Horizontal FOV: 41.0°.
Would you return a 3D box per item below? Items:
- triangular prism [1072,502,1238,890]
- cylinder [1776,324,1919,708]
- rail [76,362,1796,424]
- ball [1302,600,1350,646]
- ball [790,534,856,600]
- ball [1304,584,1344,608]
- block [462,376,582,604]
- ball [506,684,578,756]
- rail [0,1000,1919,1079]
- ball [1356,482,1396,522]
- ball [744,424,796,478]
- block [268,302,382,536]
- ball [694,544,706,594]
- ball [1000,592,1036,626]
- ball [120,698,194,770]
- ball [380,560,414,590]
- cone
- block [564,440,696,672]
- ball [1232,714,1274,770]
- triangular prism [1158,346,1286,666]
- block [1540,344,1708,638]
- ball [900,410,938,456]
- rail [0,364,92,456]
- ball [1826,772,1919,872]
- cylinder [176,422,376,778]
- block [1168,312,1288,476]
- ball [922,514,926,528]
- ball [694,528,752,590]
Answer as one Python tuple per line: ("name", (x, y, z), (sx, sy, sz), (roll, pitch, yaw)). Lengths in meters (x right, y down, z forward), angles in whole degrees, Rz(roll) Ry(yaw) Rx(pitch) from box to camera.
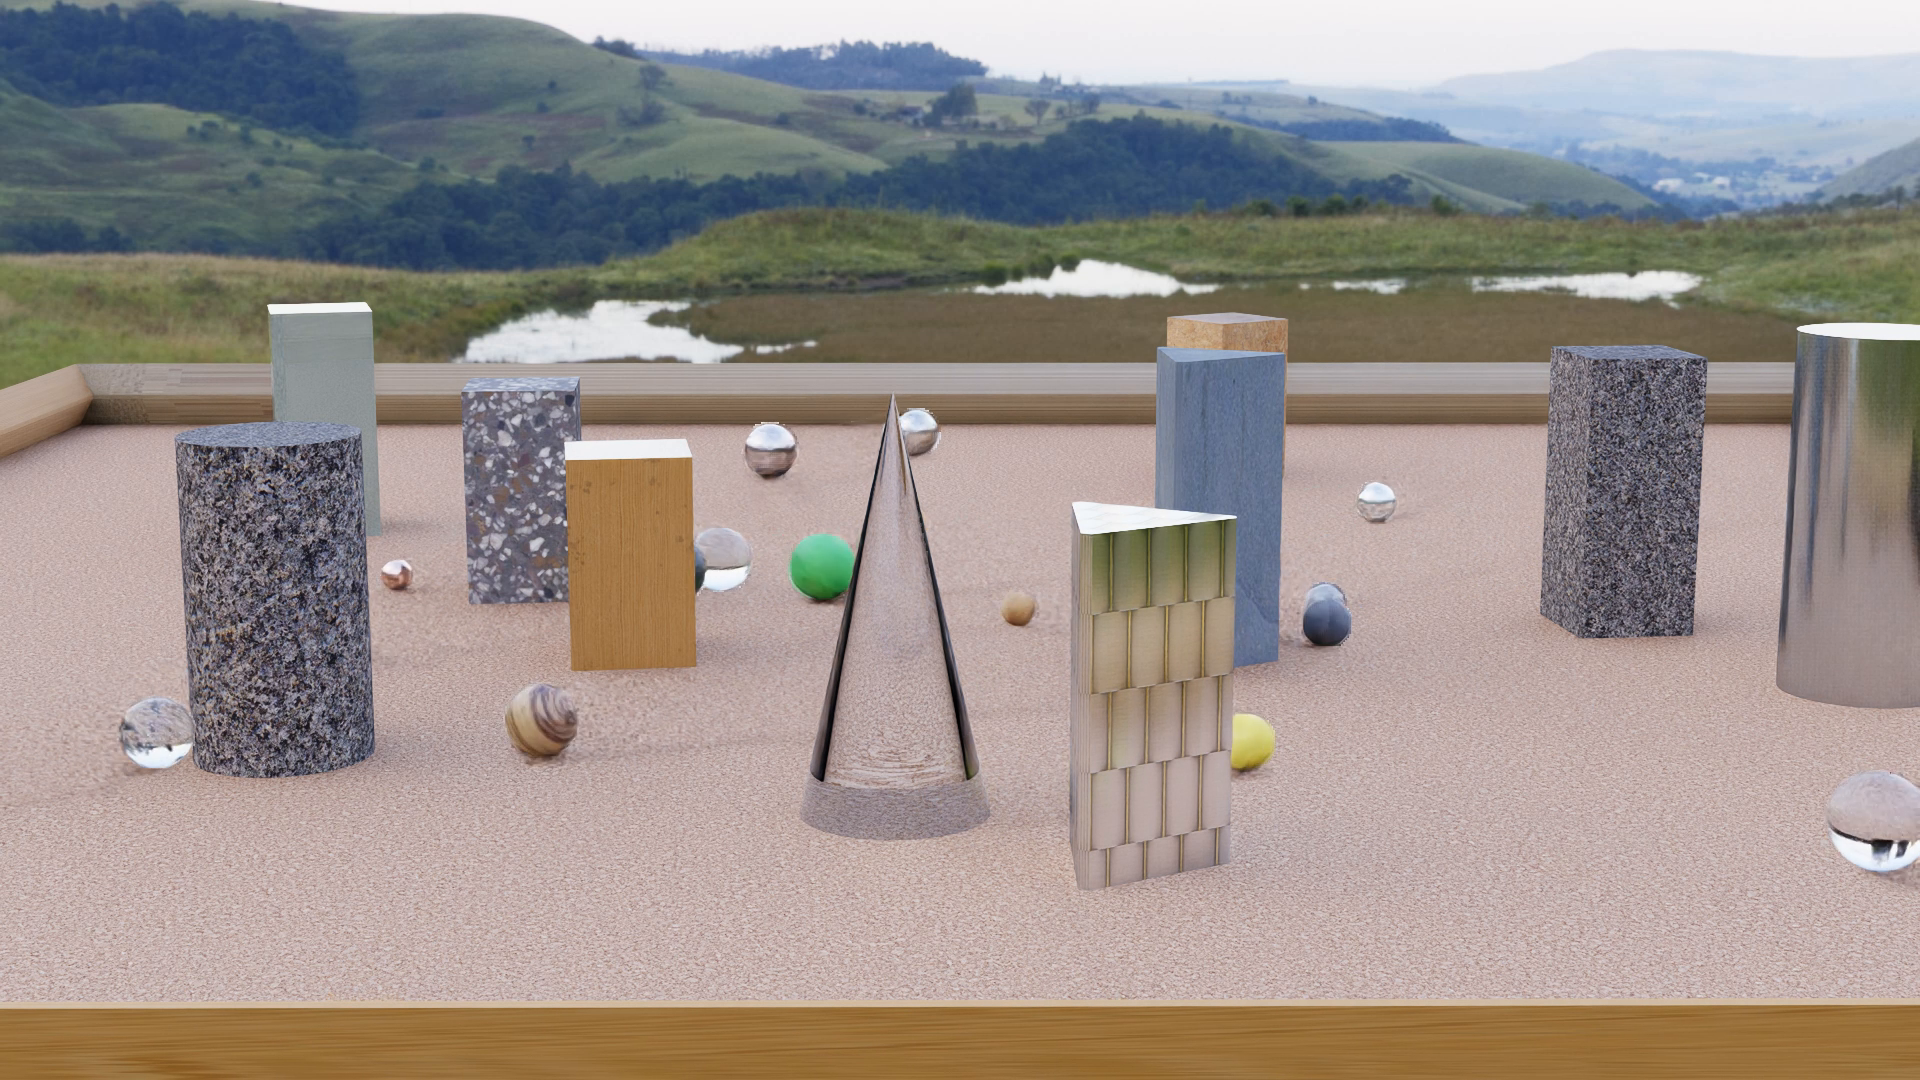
("triangular prism", (0.143, 0.134, 2.356), (0.163, 0.323, 0.141), (-6, 12, -30))
("cylinder", (1.058, -0.032, 2.979), (0.188, 0.422, 0.188), (0, 11, 0))
("rail", (-0.010, -0.294, 5.195), (3.563, 0.122, 0.045), (0, 11, 0))
("ball", (0.461, 0.105, 3.233), (0.060, 0.060, 0.060), (0, 11, 0))
("ball", (-0.188, 0.036, 3.514), (0.091, 0.091, 0.091), (0, 11, 0))
("ball", (0.479, 0.084, 3.368), (0.051, 0.051, 0.051), (0, 11, 0))
("block", (-0.601, -0.071, 3.543), (0.150, 0.291, 0.150), (-1, 11, -6))
("ball", (-0.443, 0.191, 2.721), (0.077, 0.077, 0.077), (0, 11, 0))
("rail", (0.010, 0.357, 1.704), (3.563, 0.122, 0.045), (0, 11, 0))
("ball", (0.666, -0.060, 4.105), (0.063, 0.063, 0.063), (0, 11, 0))
("ball", (-0.336, -0.159, 4.550), (0.094, 0.094, 0.094), (0, 11, 0))
("block", (-0.994, -0.188, 4.012), (0.150, 0.349, 0.150), (-3, 11, -16))
("ball", (-0.391, 0.041, 3.493), (0.090, 0.090, 0.090), (0, 11, 0))
("ball", (0.076, 0.090, 3.350), (0.045, 0.045, 0.045), (0, 11, 0))
("ball", (-0.835, 0.201, 2.666), (0.074, 0.074, 0.074), (0, 11, 0))
("ball", (-0.785, 0.049, 3.574), (0.044, 0.044, 0.044), (0, 11, 0))
("cone", (-0.064, 0.062, 2.485), (0.188, 0.418, 0.188), (0, 11, 0))
("block", (-0.408, 0.016, 3.166), (0.150, 0.259, 0.150), (-2, 11, -9))
("ball", (0.297, 0.210, 2.671), (0.059, 0.059, 0.059), (0, 11, 0))
("triangular prism", (0.286, -0.041, 3.144), (0.163, 0.379, 0.141), (-7, 13, -33))
("block", (0.859, -0.065, 3.330), (0.150, 0.358, 0.150), (-1, 11, -7))
("ball", (-0.082, -0.201, 4.804), (0.084, 0.084, 0.084), (0, 11, 0))
("rail", (-1.758, 0.033, 3.439), (0.045, 0.122, 3.598), (0, 11, 0))
("ball", (0.837, 0.256, 2.335), (0.091, 0.091, 0.091), (0, 11, 0))
("cylinder", (-0.720, 0.059, 2.703), (0.188, 0.344, 0.188), (0, 11, 0))
("block", (0.472, -0.254, 4.554), (0.150, 0.280, 0.150), (-7, 13, -34))
("ball", (-0.084, -0.025, 3.920), (0.062, 0.062, 0.062), (0, 11, 0))
("ball", (-0.334, 0.026, 3.573), (0.089, 0.089, 0.089), (0, 11, 0))
